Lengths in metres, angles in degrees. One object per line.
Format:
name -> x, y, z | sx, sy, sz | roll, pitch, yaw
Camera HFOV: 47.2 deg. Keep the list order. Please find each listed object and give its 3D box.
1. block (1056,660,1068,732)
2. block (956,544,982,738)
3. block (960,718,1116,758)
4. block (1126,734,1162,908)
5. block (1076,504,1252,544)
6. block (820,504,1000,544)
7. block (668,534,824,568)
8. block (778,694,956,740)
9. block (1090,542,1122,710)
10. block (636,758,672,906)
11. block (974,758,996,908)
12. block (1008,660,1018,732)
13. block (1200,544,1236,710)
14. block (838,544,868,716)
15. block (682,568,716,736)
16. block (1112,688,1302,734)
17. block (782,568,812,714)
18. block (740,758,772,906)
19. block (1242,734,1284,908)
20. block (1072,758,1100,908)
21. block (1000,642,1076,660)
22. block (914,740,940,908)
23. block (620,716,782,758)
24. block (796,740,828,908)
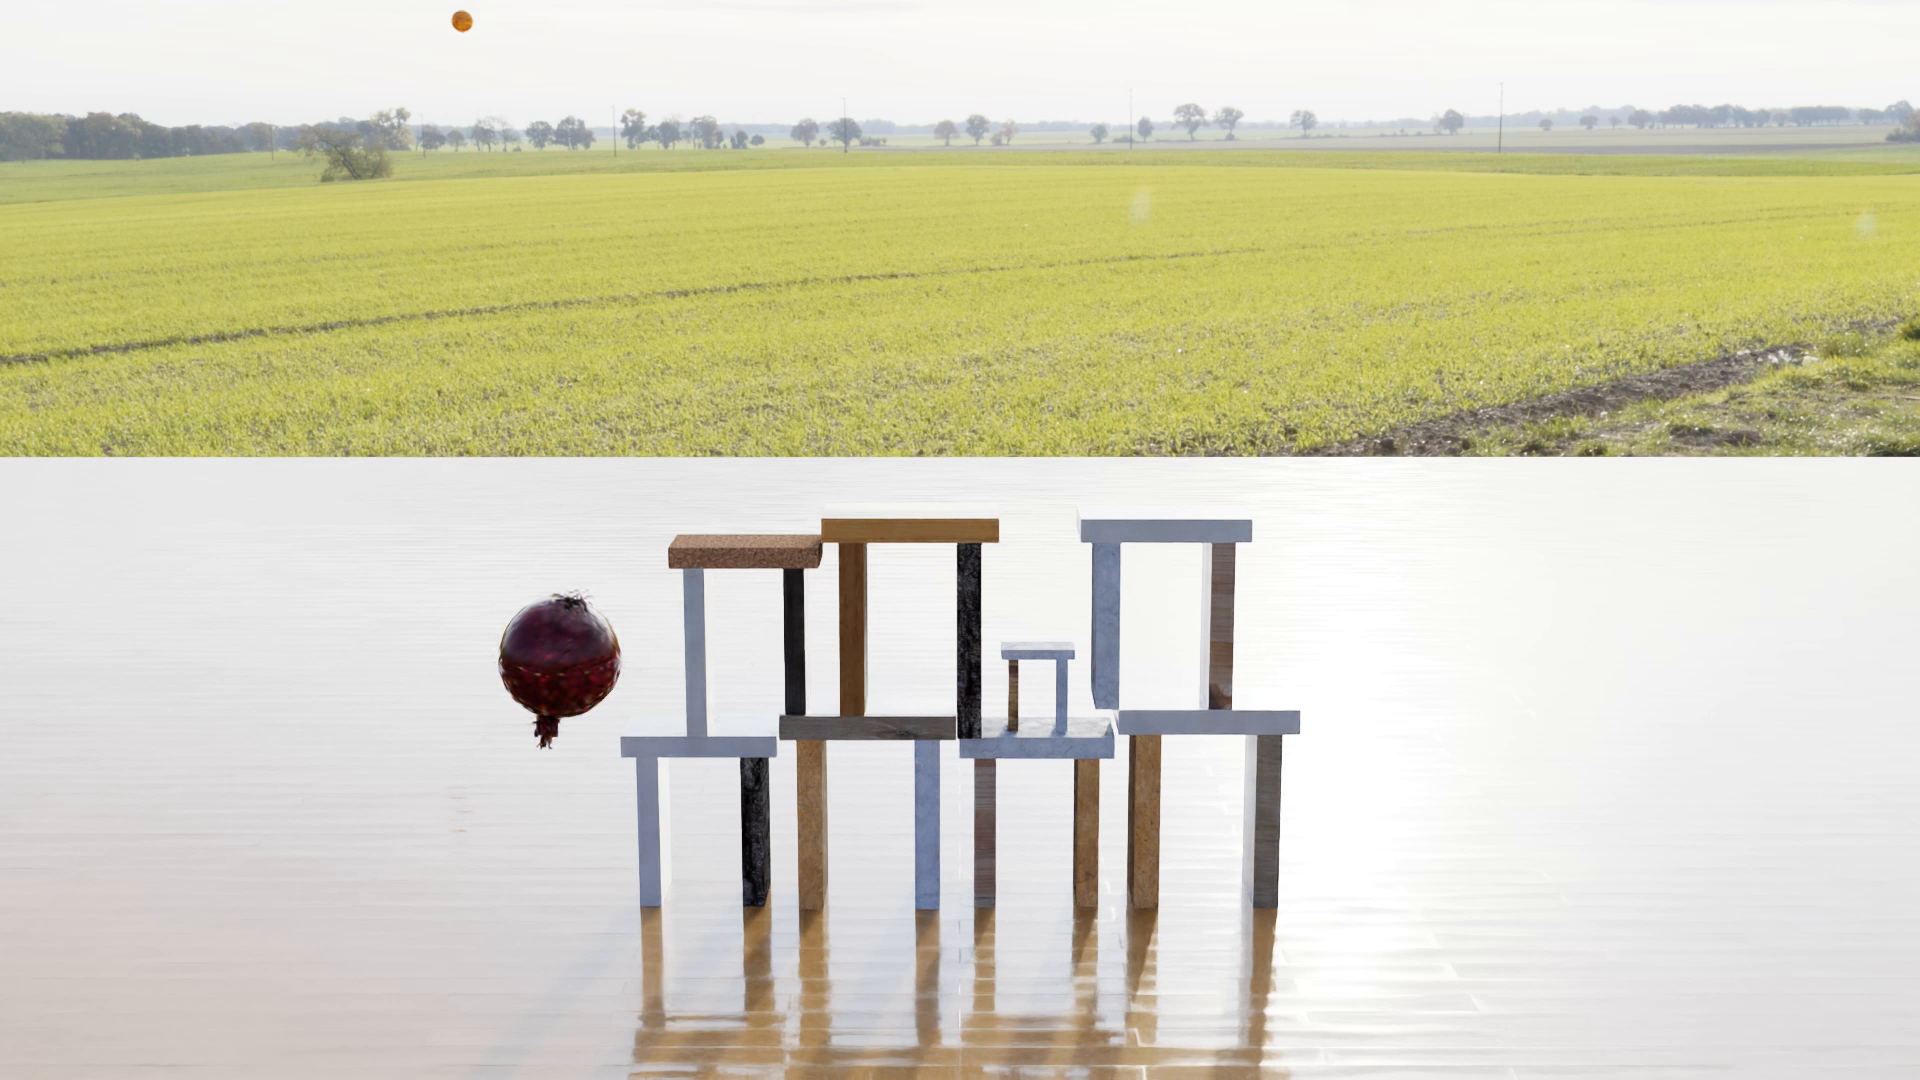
block -> 0.167, 0.248, 3.607 | 0.017, 0.120, 0.060 | 0, 11, 0
block -> 0.015, 0.150, 3.585 | 0.040, 0.321, 0.141 | 0, 11, 1
block -> 0.125, 0.325, 3.617 | 0.252, 0.036, 0.126 | 0, 11, 0
block -> 0.305, 0.445, 3.646 | 0.042, 0.293, 0.147 | 0, 11, 0
block -> 0.328, -0.027, 3.556 | 0.273, 0.039, 0.136 | 0, 11, 0
block -> -0.079, -0.028, 3.553 | 0.283, 0.040, 0.141 | 0, 11, 0
block -> -0.345, 0.018, 3.559 | 0.239, 0.034, 0.120 | 0, 11, 0
block -> -0.149, 0.290, 3.611 | 0.285, 0.040, 0.143 | 0, 11, 0
block -> 0.237, 0.127, 3.584 | 0.039, 0.273, 0.136 | 0, 11, 0
block -> -0.507, 0.465, 3.647 | 0.036, 0.253, 0.126 | 0, 11, 0
block -> 0.041, 0.466, 3.644 | 0.036, 0.252, 0.126 | 0, 11, 0
block -> 0.087, 0.248, 3.607 | 0.017, 0.120, 0.060 | 0, 11, 0
block -> 0.419, 0.127, 3.583 | 0.039, 0.273, 0.136 | 0, 11, 0
block -> -0.173, 0.131, 3.582 | 0.040, 0.283, 0.141 | 0, 11, 0
block -> -0.425, 0.171, 3.587 | 0.034, 0.276, 0.120 | 0, 11, 0
block -> 0.403, 0.280, 3.615 | 0.293, 0.042, 0.147 | 0, 11, 0
block -> -0.265, 0.153, 3.584 | 0.034, 0.239, 0.120 | 0, 11, 0
block -> -0.339, 0.465, 3.647 | 0.036, 0.253, 0.126 | 0, 11, 0
block -> 0.500, 0.445, 3.646 | 0.042, 0.293, 0.147 | 0, 11, 0
block -> 0.209, 0.466, 3.644 | 0.036, 0.252, 0.126 | 0, 11, 0
block -> 0.127, 0.181, 3.595 | 0.120, 0.017, 0.060 | 0, 11, 0
block -> -0.054, 0.450, 3.640 | 0.040, 0.285, 0.143 | 0, 11, 0
block -> -0.423, 0.323, 3.621 | 0.253, 0.036, 0.126 | 0, 11, 0
block -> -0.244, 0.450, 3.640 | 0.040, 0.285, 0.143 | 0, 11, 0
